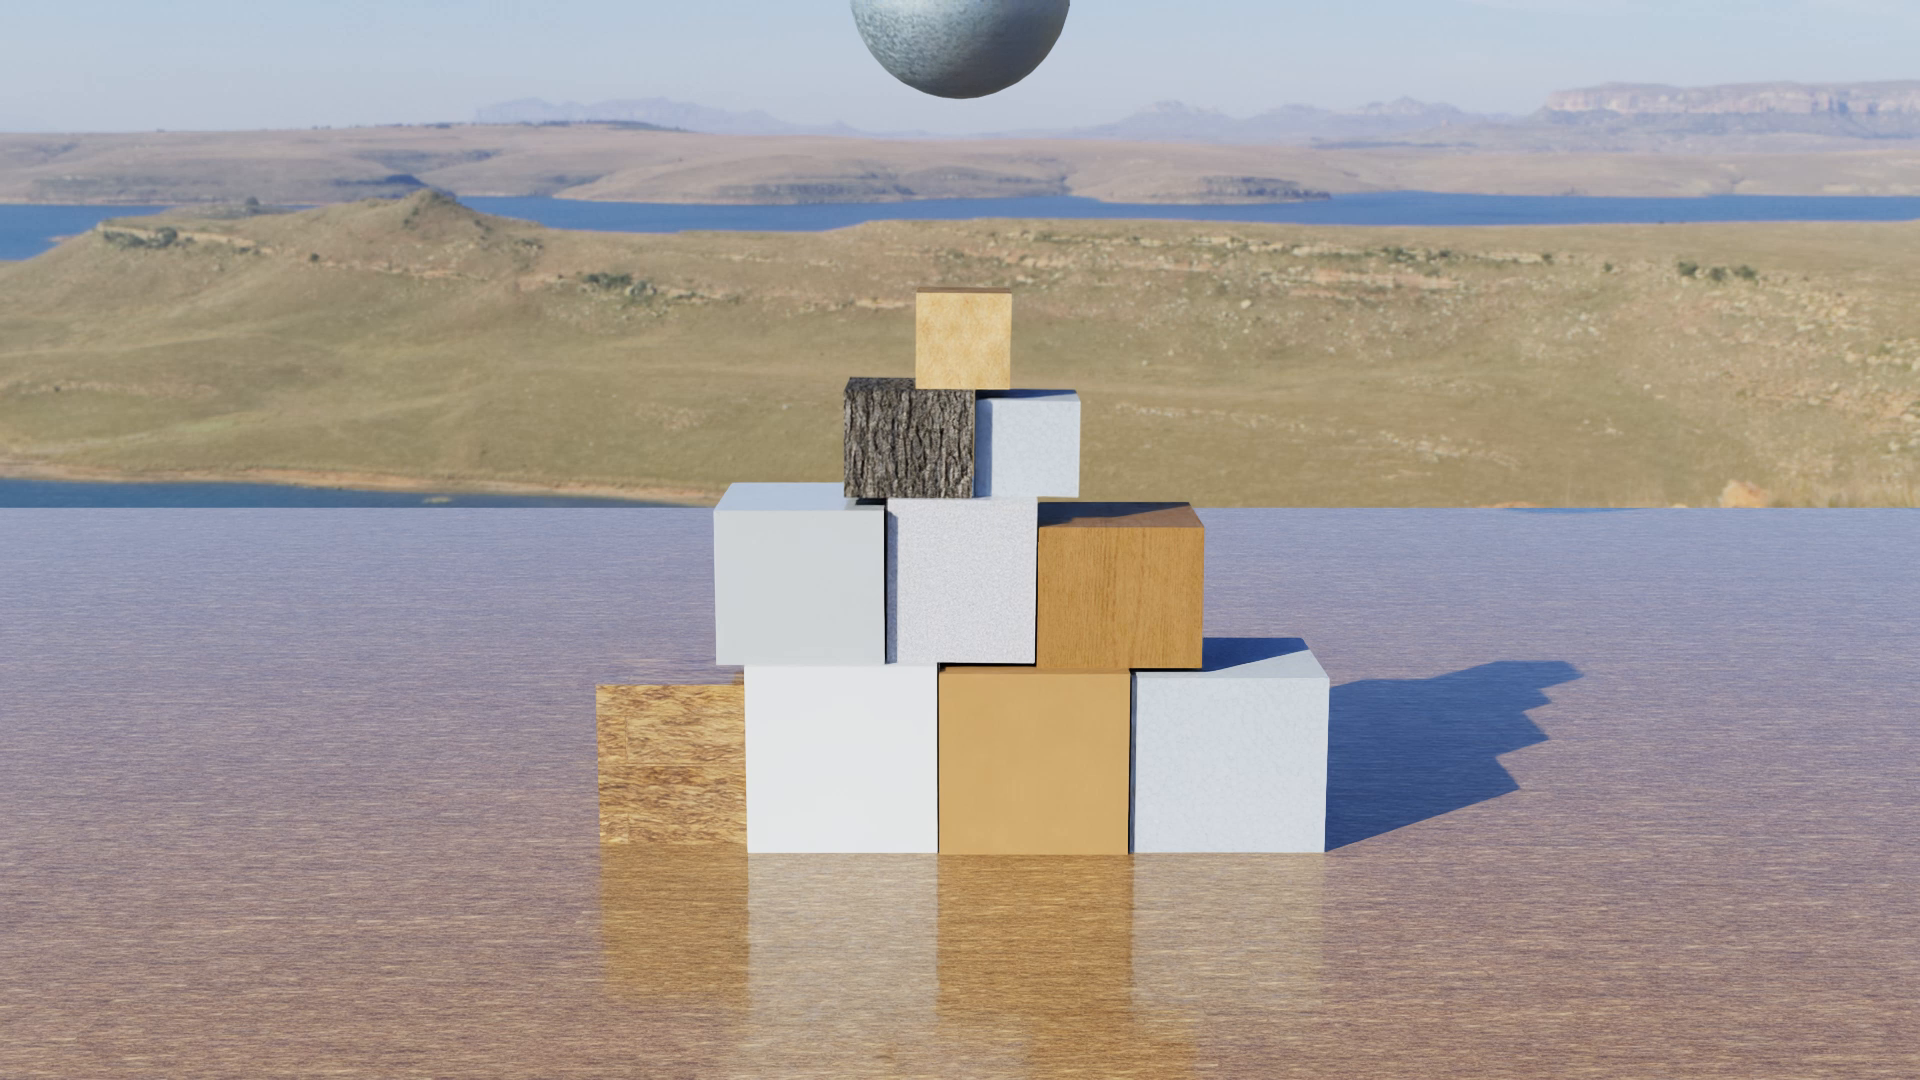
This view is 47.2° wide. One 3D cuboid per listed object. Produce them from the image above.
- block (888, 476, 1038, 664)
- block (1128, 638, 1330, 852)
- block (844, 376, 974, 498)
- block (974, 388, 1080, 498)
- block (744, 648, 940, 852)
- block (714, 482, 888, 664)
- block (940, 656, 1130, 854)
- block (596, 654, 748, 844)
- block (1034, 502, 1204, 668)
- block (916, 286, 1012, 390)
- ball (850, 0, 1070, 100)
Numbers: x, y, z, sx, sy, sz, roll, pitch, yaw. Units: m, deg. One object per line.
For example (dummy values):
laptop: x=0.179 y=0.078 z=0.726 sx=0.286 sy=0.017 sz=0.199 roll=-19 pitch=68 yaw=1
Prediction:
block: x=0.009 y=0.138 z=11.203 sx=0.732 sy=0.815 sz=0.769 roll=1 pitch=10 yaw=0
block: x=1.332 y=1.040 z=11.351 sx=0.974 sy=0.893 sz=0.907 roll=0 pitch=10 yaw=0
block: x=-0.252 y=-0.521 z=11.066 sx=0.631 sy=0.526 sz=0.636 roll=1 pitch=10 yaw=0
block: x=0.332 y=-0.496 z=11.101 sx=0.516 sy=0.476 sz=0.528 roll=1 pitch=10 yaw=0
block: x=-0.587 y=1.008 z=11.354 sx=0.947 sy=0.954 sz=0.936 roll=0 pitch=10 yaw=0
block: x=-0.786 y=0.157 z=11.211 sx=0.829 sy=0.771 sz=0.885 roll=0 pitch=10 yaw=0
block: x=0.366 y=1.022 z=11.368 sx=0.938 sy=0.922 sz=1.014 roll=0 pitch=10 yaw=0
block: x=-1.445 y=1.069 z=11.385 sx=0.750 sy=0.824 sz=0.677 roll=0 pitch=10 yaw=0
block: x=0.790 y=0.218 z=11.231 sx=0.820 sy=0.709 sz=0.773 roll=0 pitch=10 yaw=0
block: x=0.017 y=-1.015 z=11.010 sx=0.464 sy=0.470 sz=0.455 roll=1 pitch=10 yaw=0
ball: x=0.000 y=-3.961 z=15.700 sx=1.600 sy=1.600 sz=1.600 roll=0 pitch=10 yaw=0
